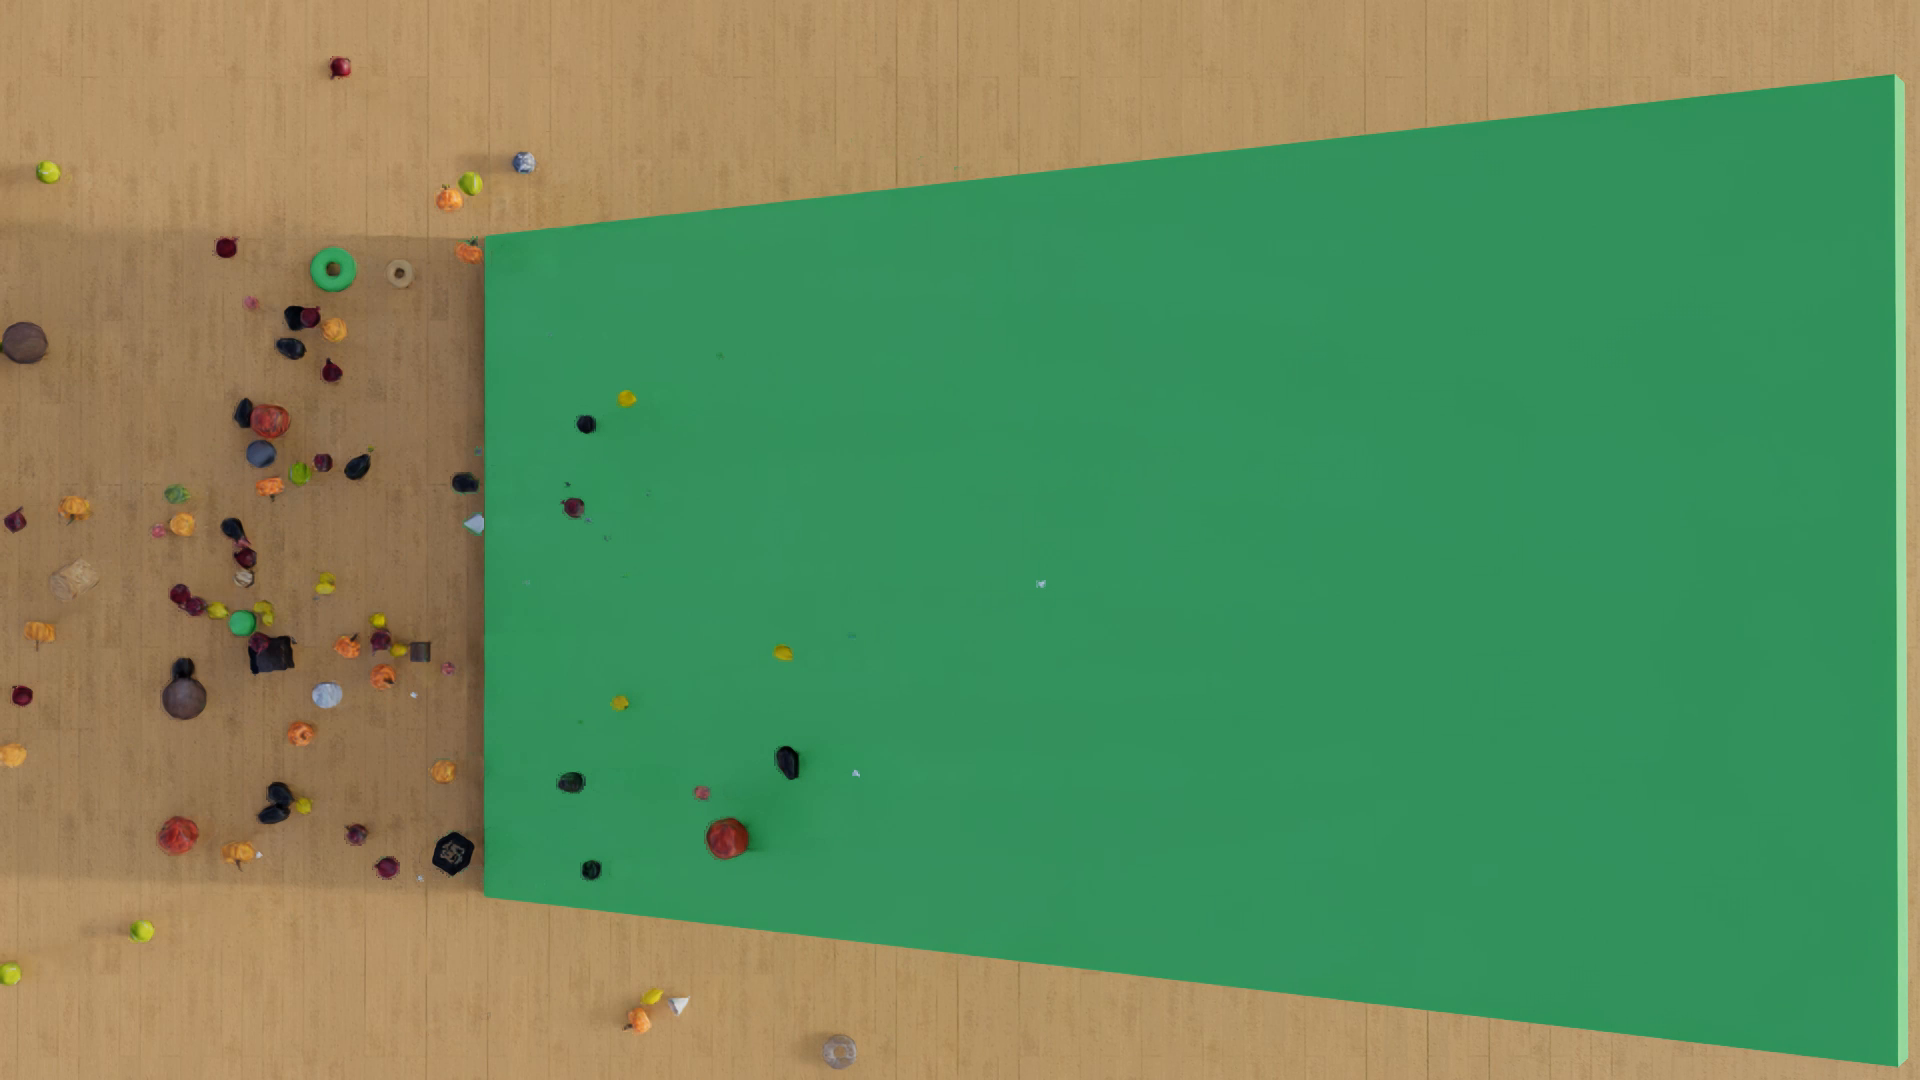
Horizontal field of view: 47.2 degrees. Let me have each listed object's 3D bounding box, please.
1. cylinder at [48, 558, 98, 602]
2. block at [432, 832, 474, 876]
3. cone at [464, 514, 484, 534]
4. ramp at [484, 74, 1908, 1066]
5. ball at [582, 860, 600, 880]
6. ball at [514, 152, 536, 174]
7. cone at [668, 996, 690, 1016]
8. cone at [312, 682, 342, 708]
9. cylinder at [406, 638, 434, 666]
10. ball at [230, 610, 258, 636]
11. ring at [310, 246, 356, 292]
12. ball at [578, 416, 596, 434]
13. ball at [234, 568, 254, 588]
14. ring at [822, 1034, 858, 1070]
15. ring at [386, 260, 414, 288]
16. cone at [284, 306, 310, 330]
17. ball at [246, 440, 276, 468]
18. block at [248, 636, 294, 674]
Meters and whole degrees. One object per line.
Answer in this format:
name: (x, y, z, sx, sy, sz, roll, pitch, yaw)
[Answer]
cylinder: (-2.674, 0.121, 6.632, 0.098, 0.098, 0.098, 16, 124, 25)
block: (-1.513, 0.935, 6.563, 0.080, 0.080, 0.080, 29, 118, 15)
cone: (-1.479, -0.049, 6.646, 0.059, 0.059, 0.059, 0, 89, 34)
ramp: (0.252, 0.069, 5.583, 4.000, 0.100, 2.000, 0, 89, 34)
ball: (-1.068, 0.955, 6.365, 0.055, 0.055, 0.055, 0, 90, 0)
ball: (-1.329, -1.151, 6.712, 0.068, 0.068, 0.068, 0, 90, 0)
cone: (-0.849, 1.410, 6.711, 0.063, 0.063, 0.063, -28, 90, -27)
cone: (-1.919, 0.451, 6.665, 0.089, 0.089, 0.089, 6, 61, -11)
cylinder: (-1.643, 0.341, 6.693, 0.060, 0.060, 0.060, -22, 119, 0)
ball: (-2.182, 0.254, 6.694, 0.082, 0.082, 0.082, 0, 90, 0)
ring: (-1.915, -0.827, 6.721, 0.140, 0.047, 0.140, 0, 88, 0)
ball: (-1.086, -0.336, 6.390, 0.052, 0.052, 0.052, 0, 90, 0)
ball: (-2.183, 0.116, 6.705, 0.063, 0.063, 0.063, 0, 90, 0)
ring: (-0.366, 1.561, 6.706, 0.109, 0.036, 0.109, 0, 88, 0)
ring: (-1.715, -0.815, 6.729, 0.089, 0.030, 0.089, 0, 90, 0)
cone: (-2.024, -0.656, 6.685, 0.082, 0.082, 0.082, -1, 125, -1)
ball: (-2.128, -0.262, 6.695, 0.087, 0.087, 0.087, 0, 90, 0)
block: (-2.095, 0.349, 6.685, 0.099, 0.099, 0.099, -9, 90, 0)
